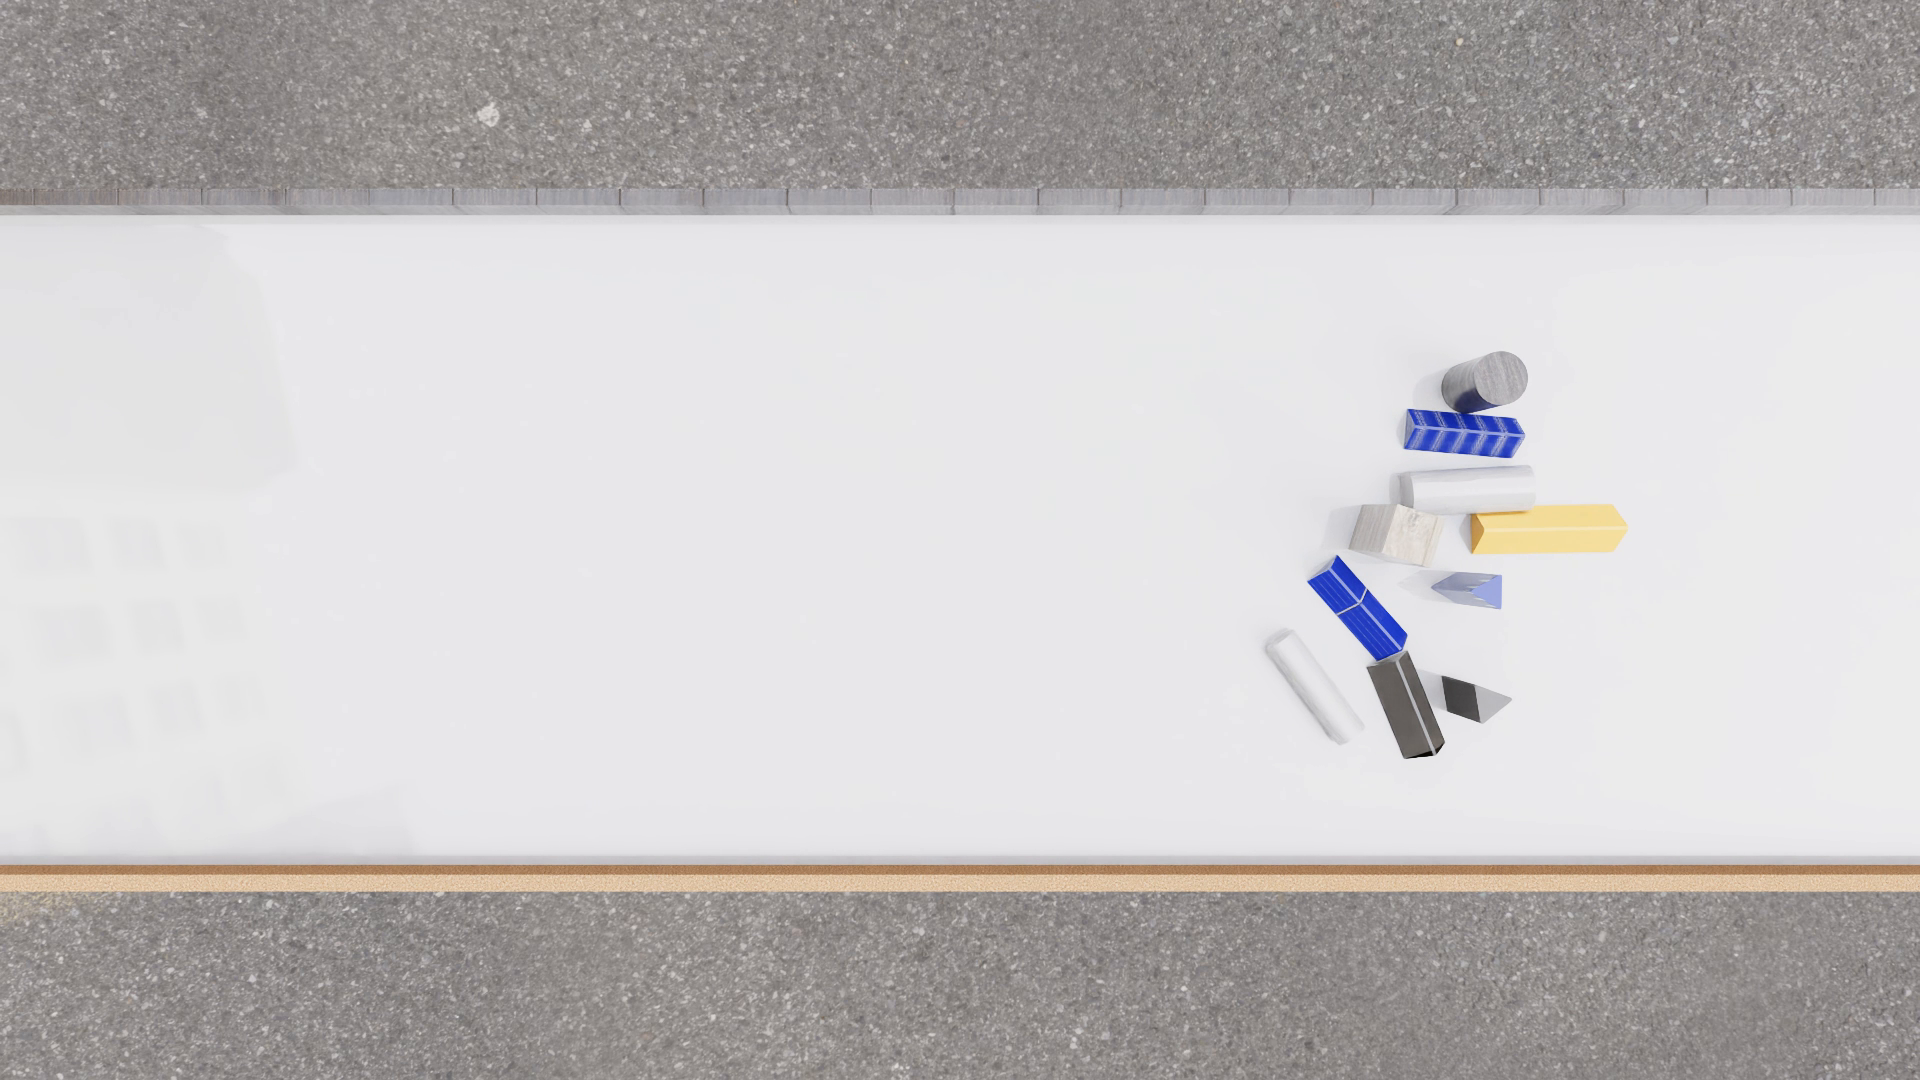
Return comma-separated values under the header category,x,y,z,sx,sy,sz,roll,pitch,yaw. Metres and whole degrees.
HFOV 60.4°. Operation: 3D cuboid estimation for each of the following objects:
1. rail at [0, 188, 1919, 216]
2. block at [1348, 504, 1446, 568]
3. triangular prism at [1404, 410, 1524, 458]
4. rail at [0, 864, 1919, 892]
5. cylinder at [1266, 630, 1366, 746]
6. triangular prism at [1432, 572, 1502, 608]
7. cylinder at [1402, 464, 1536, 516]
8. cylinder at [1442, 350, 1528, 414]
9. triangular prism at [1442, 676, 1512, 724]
category,x,y,z,sx,sy,sz,roll,pitch,yaw
rail,-2.247,-1.025,5.002,12.000,0.150,0.050,0,90,0
block,1.284,-0.015,4.869,0.145,0.412,0.145,17,91,0
triangular prism,1.537,-0.327,5.020,0.334,0.107,0.123,5,90,0
rail,-2.247,1.025,5.001,12.000,0.150,0.050,0,90,0
cylinder,1.084,0.448,5.026,0.102,0.102,0.365,-37,90,0
triangular prism,1.513,0.135,4.876,0.098,0.401,0.085,31,90,0
cylinder,1.542,-0.149,5.006,0.367,0.141,0.141,-3,90,0
cylinder,1.559,-0.467,4.914,0.156,0.325,0.156,0,90,0
triangular prism,1.515,0.456,4.913,0.113,0.328,0.098,-39,90,0
